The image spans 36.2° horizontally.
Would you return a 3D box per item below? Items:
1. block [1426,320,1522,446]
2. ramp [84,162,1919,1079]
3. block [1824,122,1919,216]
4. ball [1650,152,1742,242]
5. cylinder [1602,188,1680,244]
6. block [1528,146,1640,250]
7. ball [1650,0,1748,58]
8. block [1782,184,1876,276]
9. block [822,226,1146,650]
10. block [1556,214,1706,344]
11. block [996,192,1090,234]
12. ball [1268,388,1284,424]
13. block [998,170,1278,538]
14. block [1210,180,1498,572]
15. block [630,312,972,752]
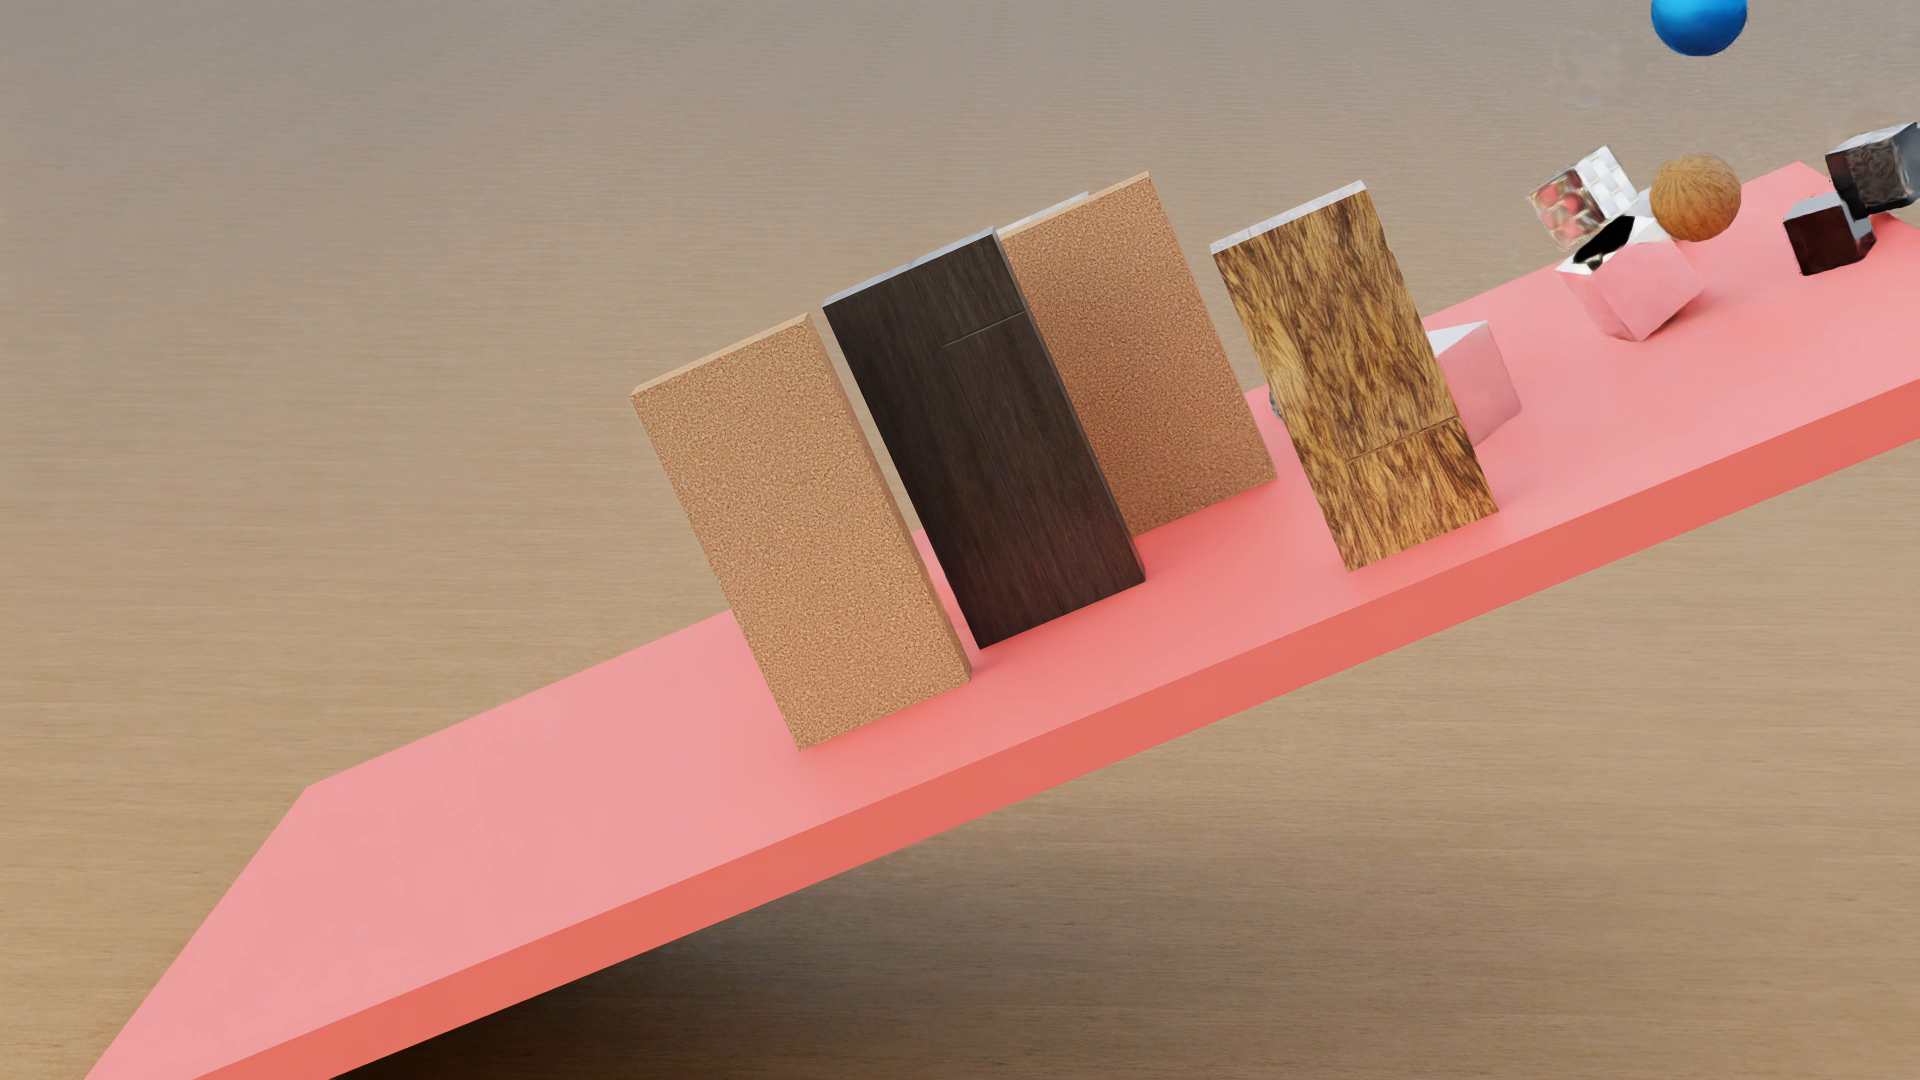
[{"bbox_3d":[0.970,-0.299,5.951,0.199,0.199,0.199,-34,16,-35],"label":"block"},{"bbox_3d":[0.131,0.170,6.285,4.000,0.100,2.000,-23,13,8],"label":"ramp"},{"bbox_3d":[1.910,-0.766,6.105,0.143,0.143,0.143,-11,14,44],"label":"block"},{"bbox_3d":[1.503,-0.702,6.012,0.184,0.184,0.184,0,15,0],"label":"ball"},{"bbox_3d":[1.558,-0.719,6.699,0.139,0.139,0.139,-27,21,-10],"label":"cylinder"},{"bbox_3d":[1.309,-0.718,6.172,0.138,0.138,0.138,-34,1,-41],"label":"block"},{"bbox_3d":[1.419,-1.019,5.646,0.181,0.181,0.181,0,15,0],"label":"ball"},{"bbox_3d":[1.768,-0.628,5.976,0.125,0.125,0.125,-15,16,36],"label":"block"},{"bbox_3d":[0.054,-0.203,5.945,0.368,0.773,0.107,-23,13,8],"label":"block"},{"bbox_3d":[1.391,-0.543,6.108,0.182,0.182,0.182,-40,14,-3],"label":"block"},{"bbox_3d":[0.259,-0.391,6.549,0.349,0.677,0.121,-23,13,8],"label":"block"},{"bbox_3d":[0.764,-0.322,6.511,0.162,0.162,0.162,0,15,0],"label":"ball"},{"bbox_3d":[0.359,-0.382,6.268,0.392,0.703,0.094,-23,13,8],"label":"block"},{"bbox_3d":[0.722,-0.297,5.382,0.296,0.646,0.116,-23,13,8],"label":"block"},{"bbox_3d":[-0.308,-0.012,5.805,0.373,0.789,0.097,-23,13,8],"label":"block"}]
